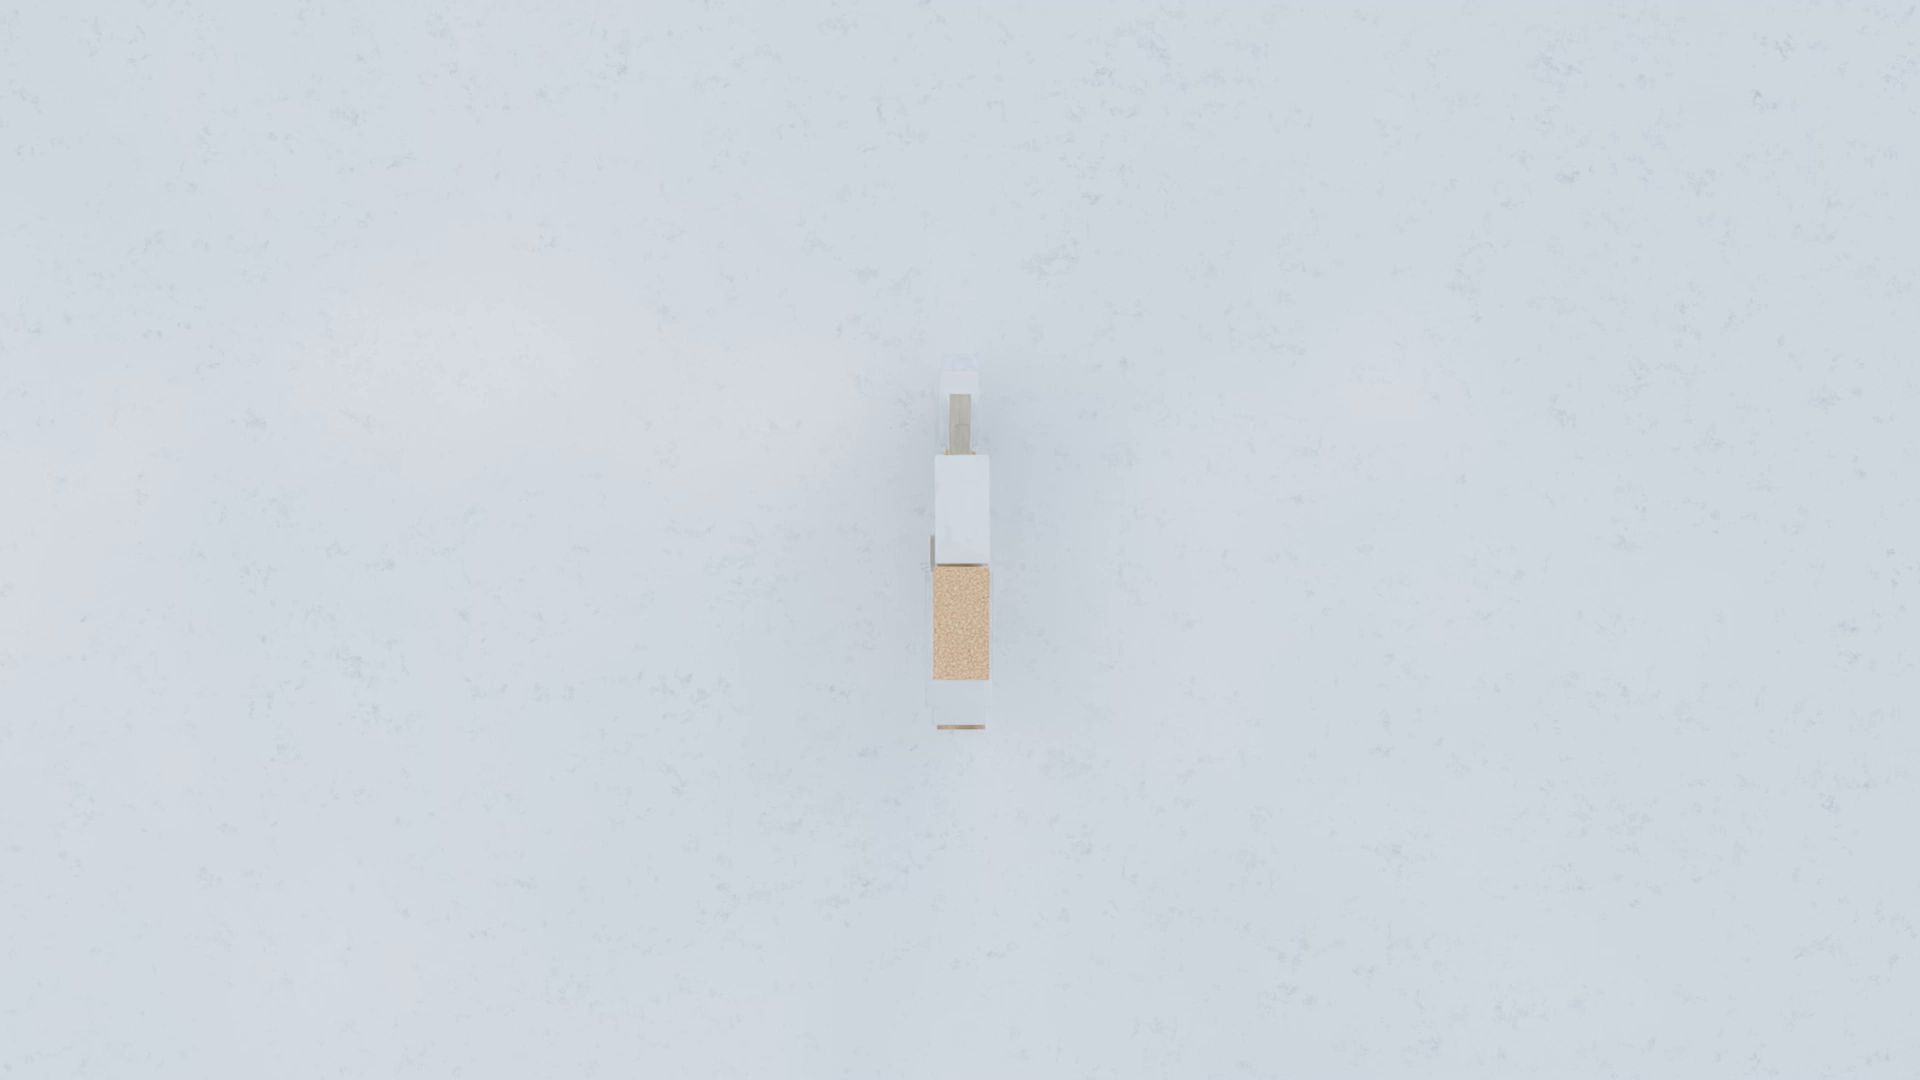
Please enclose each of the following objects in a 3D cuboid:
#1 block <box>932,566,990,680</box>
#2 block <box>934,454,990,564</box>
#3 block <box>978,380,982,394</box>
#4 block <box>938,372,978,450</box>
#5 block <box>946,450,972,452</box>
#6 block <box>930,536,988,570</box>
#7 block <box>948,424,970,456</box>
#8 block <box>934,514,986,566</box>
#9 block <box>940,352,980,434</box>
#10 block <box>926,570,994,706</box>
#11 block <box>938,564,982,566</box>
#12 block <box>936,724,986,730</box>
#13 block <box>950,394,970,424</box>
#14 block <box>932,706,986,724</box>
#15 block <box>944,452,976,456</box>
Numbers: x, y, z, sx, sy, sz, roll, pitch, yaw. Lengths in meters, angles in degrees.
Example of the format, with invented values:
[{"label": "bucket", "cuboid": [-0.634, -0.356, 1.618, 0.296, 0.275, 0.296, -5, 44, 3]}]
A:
[{"label": "block", "cuboid": [0.003, 0.191, 3.778, 0.129, 0.036, 0.257, 0, 90, 0]}, {"label": "block", "cuboid": [0.005, -0.073, 3.917, 0.128, 0.036, 0.257, 0, 90, 0]}, {"label": "block", "cuboid": [-0.001, -0.461, 5.040, 0.116, 0.232, 0.033, 3, 88, -3]}, {"label": "block", "cuboid": [-0.004, -0.383, 4.872, 0.116, 0.033, 0.232, 0, 75, 0]}, {"label": "block", "cuboid": [-0.002, -0.270, 5.129, 0.079, 0.022, 0.158, 0, 90, 0]}, {"label": "block", "cuboid": [-0.003, 0.152, 4.789, 0.165, 0.047, 0.329, 0, 90, 0]}, {"label": "block", "cuboid": [-0.002, -0.262, 4.566, 0.058, 0.016, 0.116, 0, 89, 0]}, {"label": "block", "cuboid": [0.001, 0.063, 4.469, 0.138, 0.039, 0.276, 0, 90, 0]}, {"label": "block", "cuboid": [0.000, -0.465, 5.228, 0.127, 0.036, 0.254, 0, 90, 0]}, {"label": "block", "cuboid": [-0.002, 0.243, 4.077, 0.167, 0.047, 0.334, 0, 90, 0]}, {"label": "block", "cuboid": [-0.001, -0.041, 4.208, 0.113, 0.032, 0.226, 0, 90, 0]}, {"label": "block", "cuboid": [0.003, 0.442, 5.177, 0.151, 0.043, 0.302, 0, 90, 0]}, {"label": "block", "cuboid": [0.000, -0.355, 4.705, 0.062, 0.017, 0.123, 0, 86, 0]}, {"label": "block", "cuboid": [-0.003, 0.352, 4.455, 0.145, 0.041, 0.290, 0, 90, 0]}, {"label": "block", "cuboid": [0.001, -0.170, 4.913, 0.090, 0.026, 0.181, 0, 90, 0]}]
